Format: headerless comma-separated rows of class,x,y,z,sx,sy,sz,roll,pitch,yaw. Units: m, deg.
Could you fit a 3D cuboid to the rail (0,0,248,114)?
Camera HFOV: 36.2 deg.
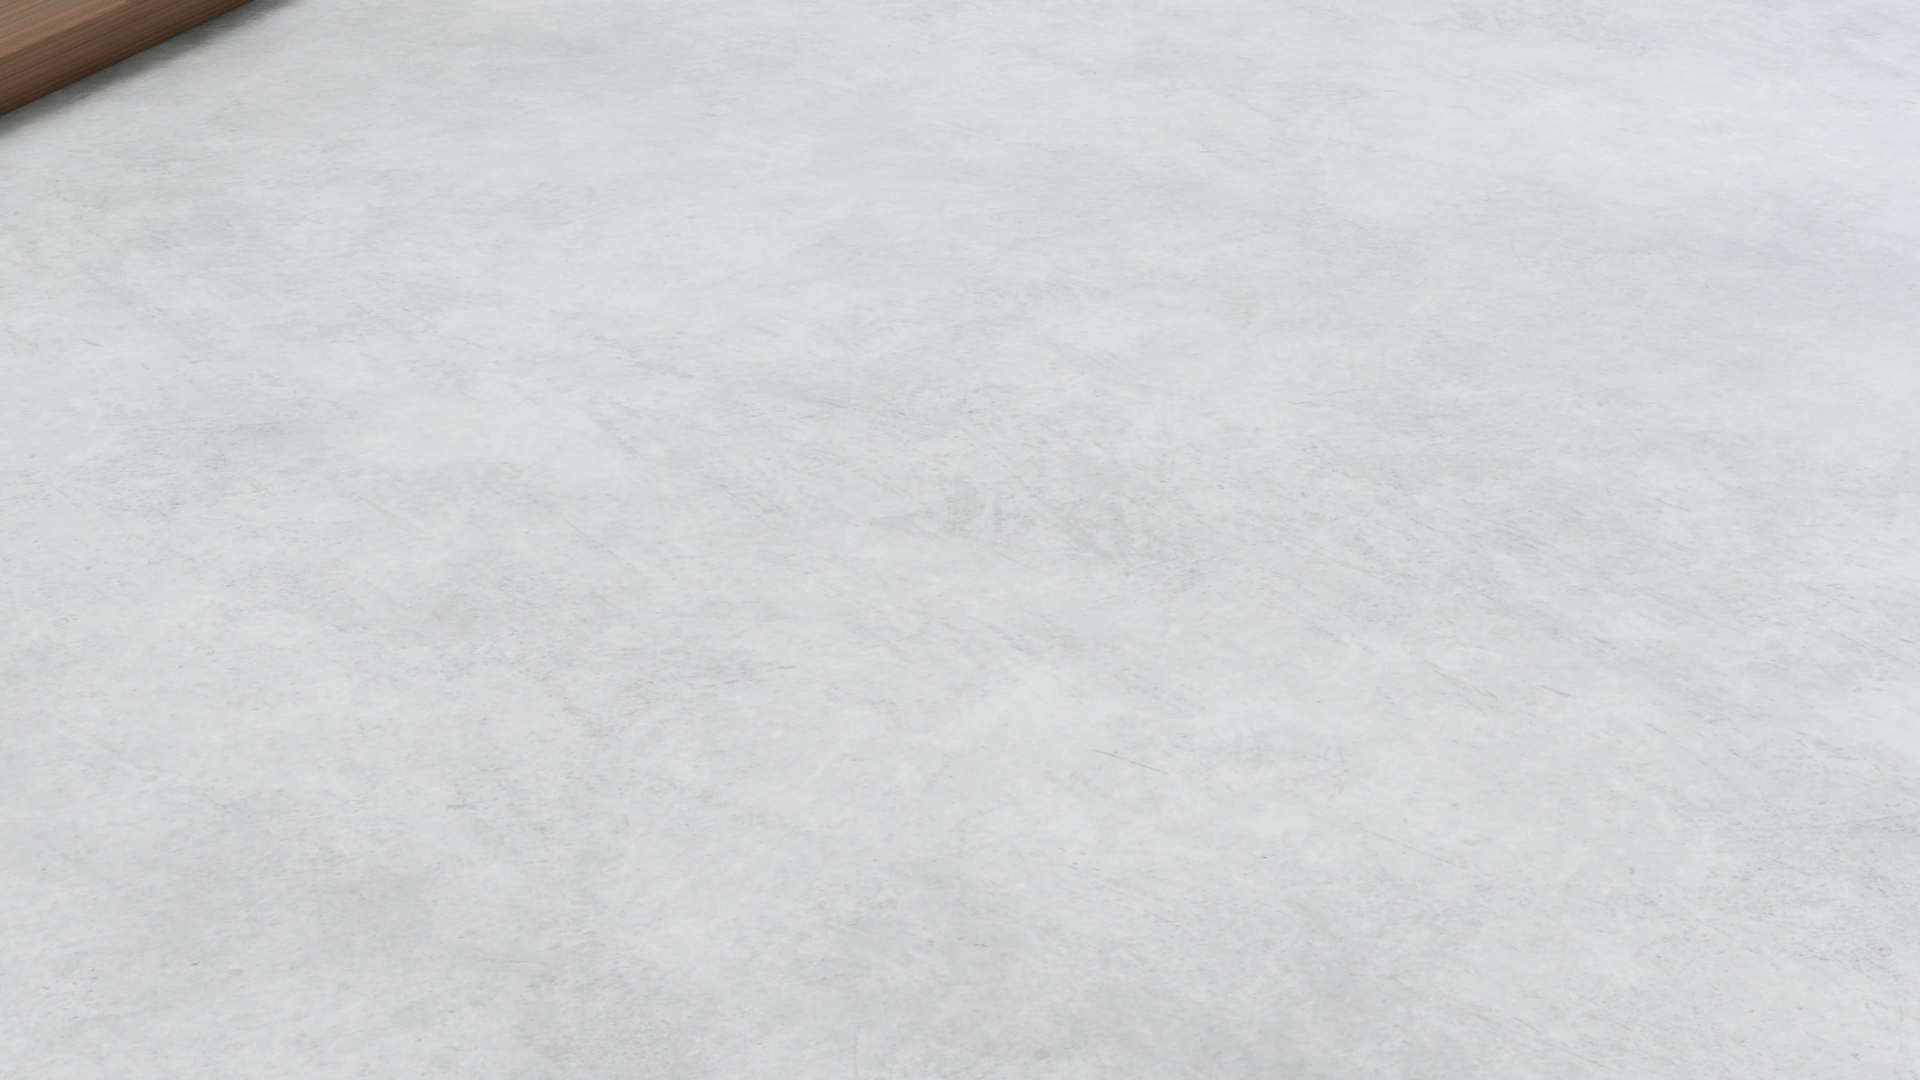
rail,-0.446,-0.675,2.818,0.045,0.122,4.060,13,31,23
